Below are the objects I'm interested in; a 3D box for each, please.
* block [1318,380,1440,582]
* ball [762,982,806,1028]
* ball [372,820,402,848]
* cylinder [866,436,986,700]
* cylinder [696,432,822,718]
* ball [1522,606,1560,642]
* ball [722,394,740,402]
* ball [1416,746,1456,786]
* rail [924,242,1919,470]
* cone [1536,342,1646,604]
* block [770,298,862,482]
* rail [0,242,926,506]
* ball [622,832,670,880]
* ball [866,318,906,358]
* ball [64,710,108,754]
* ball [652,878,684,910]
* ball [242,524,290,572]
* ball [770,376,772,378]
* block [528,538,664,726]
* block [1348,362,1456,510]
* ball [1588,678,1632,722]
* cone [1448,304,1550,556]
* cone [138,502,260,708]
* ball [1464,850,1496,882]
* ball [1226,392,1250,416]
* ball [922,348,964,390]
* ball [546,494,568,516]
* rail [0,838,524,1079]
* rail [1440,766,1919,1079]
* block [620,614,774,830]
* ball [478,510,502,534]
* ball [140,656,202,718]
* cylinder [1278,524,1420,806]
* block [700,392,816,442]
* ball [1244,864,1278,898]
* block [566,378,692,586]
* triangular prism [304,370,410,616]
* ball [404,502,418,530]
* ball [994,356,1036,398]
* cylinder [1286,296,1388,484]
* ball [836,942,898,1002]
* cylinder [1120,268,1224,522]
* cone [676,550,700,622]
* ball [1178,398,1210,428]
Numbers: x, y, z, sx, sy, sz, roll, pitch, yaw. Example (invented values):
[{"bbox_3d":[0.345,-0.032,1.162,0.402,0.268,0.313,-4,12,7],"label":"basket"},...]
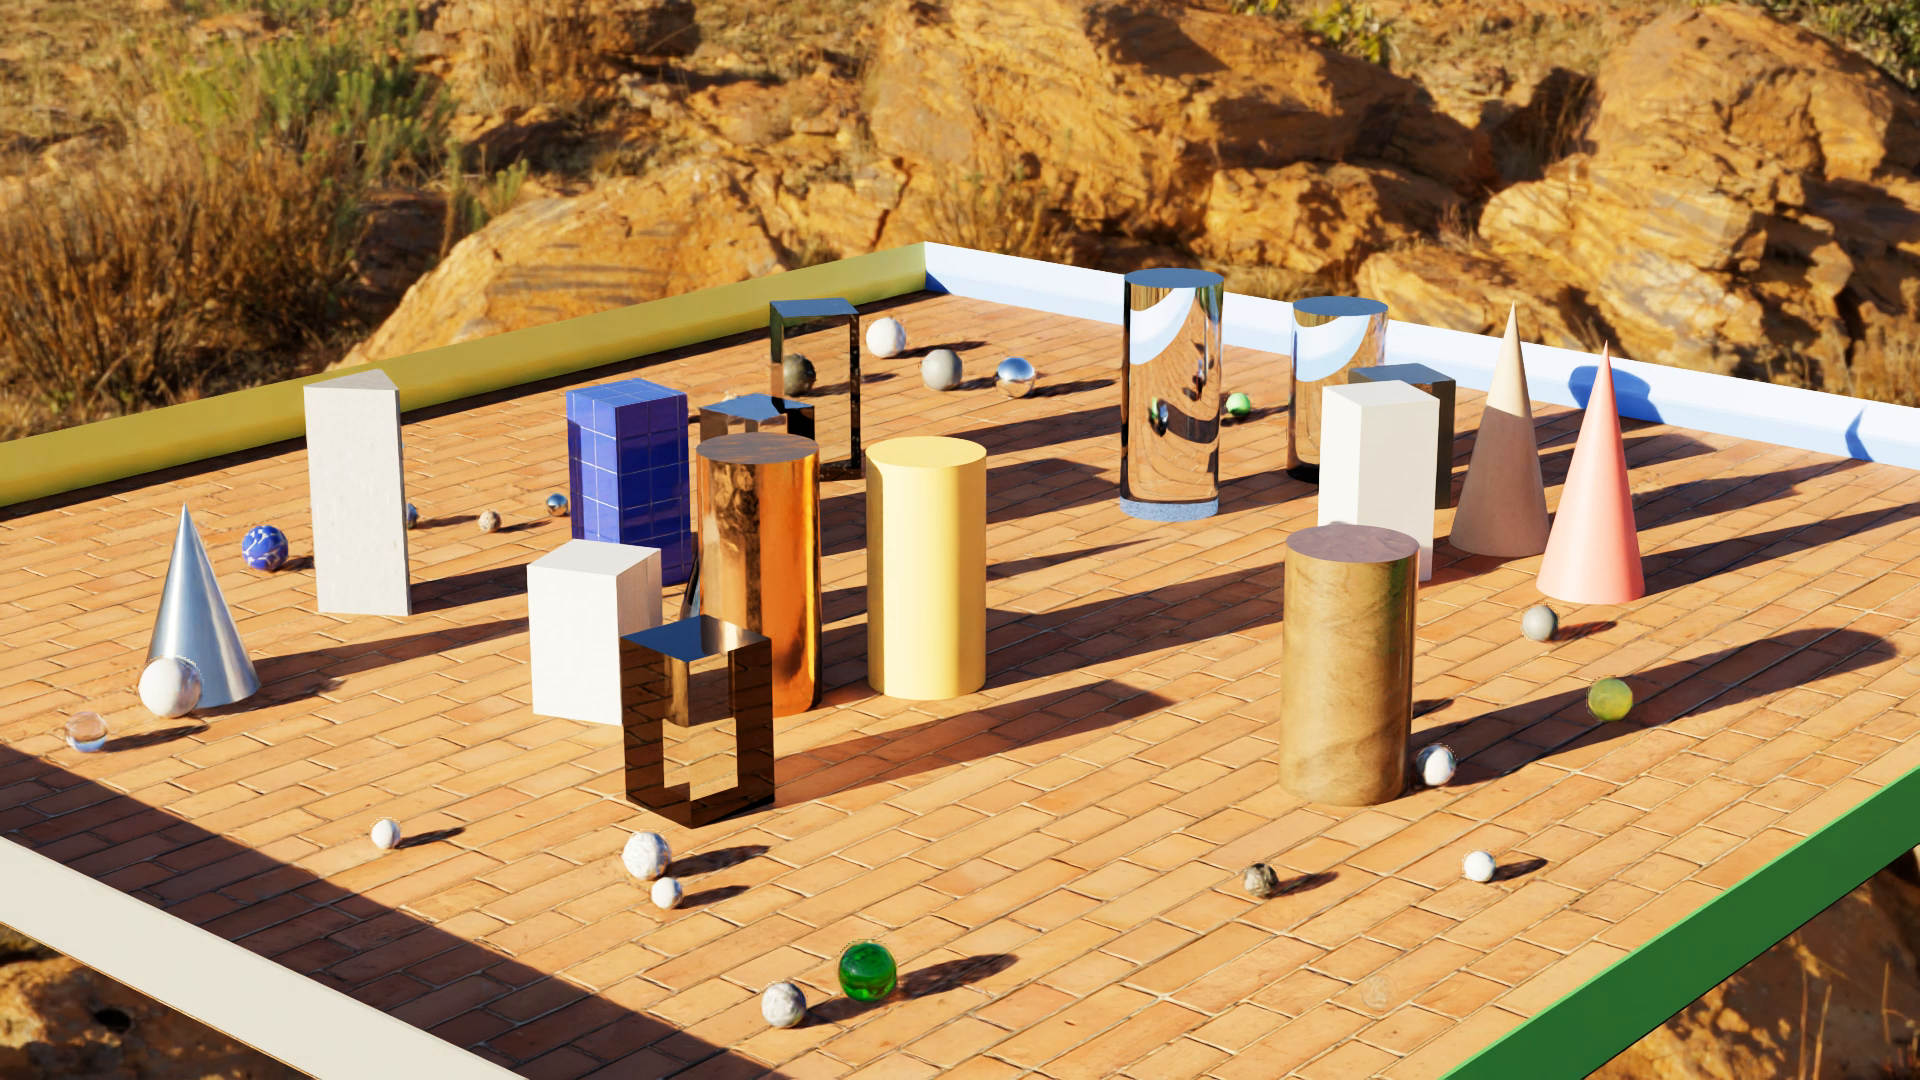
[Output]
[{"bbox_3d":[0.740,-0.101,5.201,0.151,0.330,0.151,-6,18,-18],"label":"block"},{"bbox_3d":[-0.210,0.556,3.504,0.054,0.054,0.054,0,17,0],"label":"ball"},{"bbox_3d":[-0.789,0.405,4.031,0.040,0.040,0.040,0,17,0],"label":"ball"},{"bbox_3d":[-0.053,0.043,4.643,0.189,0.378,0.189,0,17,0],"label":"cylinder"},{"bbox_3d":[-0.311,0.053,4.557,0.189,0.408,0.189,0,17,0],"label":"cylinder"},{"bbox_3d":[0.965,0.139,4.875,0.060,0.060,0.060,0,17,0],"label":"ball"},{"bbox_3d":[-0.487,-0.284,6.286,0.054,0.054,0.054,0,17,0],"label":"ball"},{"bbox_3d":[0.689,0.327,4.246,0.058,0.058,0.058,0,17,0],"label":"ball"},{"bbox_3d":[1.213,-0.373,6.457,3.495,0.123,0.045,14,22,39],"label":"rail"},{"bbox_3d":[1.110,-0.130,5.096,0.189,0.446,0.189,0,17,0],"label":"cone"},{"bbox_3d":[-0.288,-0.298,5.842,0.151,0.338,0.151,-4,17,-13],"label":"block"},{"bbox_3d":[-1.302,-0.296,6.202,0.045,0.123,3.746,14,22,39],"label":"rail"},{"bbox_3d":[-0.420,0.423,3.929,0.064,0.064,0.064,0,17,0],"label":"ball"},{"bbox_3d":[-0.171,-0.470,6.833,0.094,0.094,0.094,0,17,0],"label":"ball"},{"bbox_3d":[-1.306,0.287,4.381,0.063,0.063,0.063,0,17,0],"label":"ball"},{"bbox_3d":[-0.383,0.462,3.838,0.042,0.042,0.042,0,17,0],"label":"ball"},{"bbox_3d":[-1.243,0.015,5.247,0.083,0.083,0.083,0,17,0],"label":"ball"},{"bbox_3d":[-0.377,-0.378,6.527,0.094,0.094,0.094,0,17,0],"label":"ball"},{"bbox_3d":[-0.564,0.141,4.555,0.151,0.240,0.151,6,18,20],"label":"block"},{"bbox_3d":[0.846,-0.196,5.647,0.151,0.254,0.151,-6,18,-19],"label":"block"},{"bbox_3d":[1.000,0.246,4.509,0.067,0.067,0.067,0,17,0],"label":"ball"},{"bbox_3d":[1.001,-0.215,5.362,0.189,0.457,0.189,0,17,0],"label":"cone"},{"bbox_3d":[-1.208,0.087,4.613,0.189,0.310,0.189,0,17,0],"label":"cone"},{"bbox_3d":[0.696,0.437,3.922,0.042,0.042,0.042,0,17,0],"label":"ball"},{"bbox_3d":[0.600,-0.291,6.312,0.052,0.052,0.052,0,17,0],"label":"ball"},{"bbox_3d":[-0.039,-0.379,6.530,0.095,0.095,0.095,0,17,0],"label":"ball"},{"bbox_3d":[-0.767,-0.067,5.584,0.044,0.044,0.044,0,17,0],"label":"ball"},{"bbox_3d":[-1.213,0.435,3.784,3.495,0.123,0.045,14,22,39],"label":"rail"},{"bbox_3d":[1.302,0.358,4.039,0.045,0.123,3.746,14,22,39],"label":"rail"},{"bbox_3d":[-0.372,0.256,4.165,0.151,0.247,0.151,-15,23,-41],"label":"block"},{"bbox_3d":[-0.877,-0.033,5.477,0.042,0.042,0.042,0,17,0],"label":"ball"},{"bbox_3d":[-1.217,0.227,4.521,0.094,0.094,0.094,0,17,0],"label":"ball"},{"bbox_3d":[0.558,0.179,4.217,0.189,0.364,0.189,0,17,0],"label":"cylinder"},{"bbox_3d":[-0.378,-0.137,5.488,0.151,0.233,0.151,14,22,38],"label":"block"},{"bbox_3d":[0.397,0.450,3.872,0.045,0.045,0.045,0,17,0],"label":"ball"},{"bbox_3d":[-0.582,-0.095,5.167,0.151,0.340,0.151,-14,22,-38],"label":"block"},{"bbox_3d":[-1.010,-0.085,5.033,0.164,0.396,0.142,3,17,8],"label":"triangular prism"},{"bbox_3d":[-1.044,-0.046,5.498,0.054,0.054,0.054,0,17,0],"label":"ball"},{"bbox_3d":[0.121,-0.359,6.468,0.091,0.091,0.091,0,17,0],"label":"ball"},{"bbox_3d":[0.750,-0.298,5.835,0.189,0.341,0.189,0,17,0],"label":"cylinder"},{"bbox_3d":[-0.113,0.526,3.571,0.074,0.074,0.074,0,17,0],"label":"ball"},{"bbox_3d":[0.402,-0.277,5.577,0.189,0.450,0.189,0,17,0],"label":"cylinder"},{"bbox_3d":[-0.387,-0.006,4.912,0.189,0.317,0.189,0,17,0],"label":"cone"},{"bbox_3d":[0.497,-0.269,6.214,0.066,0.066,0.066,0,17,0],"label":"ball"}]
